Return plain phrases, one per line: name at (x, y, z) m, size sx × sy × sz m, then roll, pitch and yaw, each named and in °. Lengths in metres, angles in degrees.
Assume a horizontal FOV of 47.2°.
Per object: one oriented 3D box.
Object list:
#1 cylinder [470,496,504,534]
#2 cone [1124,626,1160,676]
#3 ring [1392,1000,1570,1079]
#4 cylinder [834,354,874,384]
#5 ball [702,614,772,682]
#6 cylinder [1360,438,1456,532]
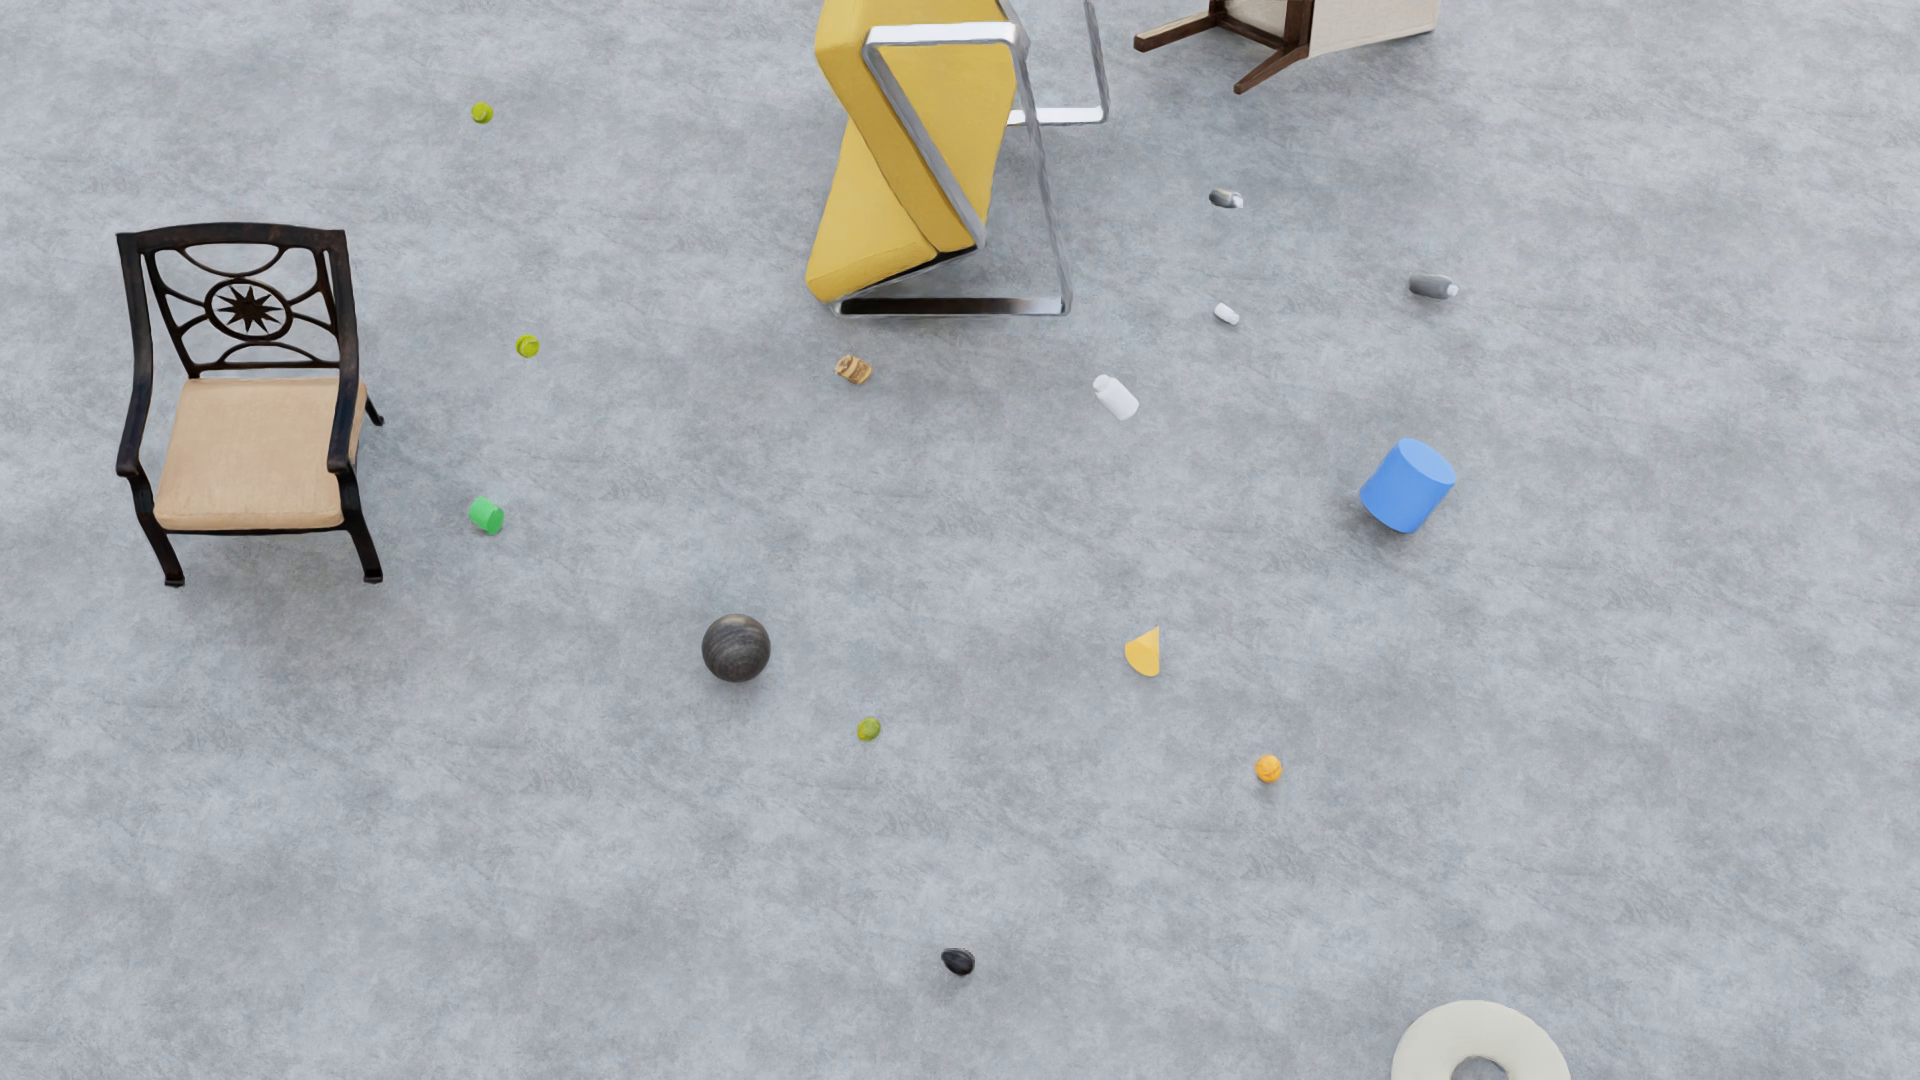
cylinder at (-1.413, -0.075, 6.567) m, size 0.073 × 0.096 × 0.070 m, roll 34°, pitch 53°, yaw 21°
cone at (0.551, 0.294, 6.342) m, size 0.128 × 0.089 × 0.169 m, roll 51°, pitch 38°, yaw -13°
ring at (1.307, 1.369, 5.514) m, size 0.451 × 0.073 × 0.417 m, roll 24°, pitch 87°, yaw 18°
cylinder at (-0.332, -0.530, 6.851) m, size 0.081 × 0.095 × 0.044 m, roll -39°, pitch 47°, yaw 26°
ball at (-0.635, 0.307, 6.249) m, size 0.197 × 0.197 × 0.197 m, roll 0°, pitch 56°, yaw 0°
cylinder at (1.326, -0.162, 6.516) m, size 0.204 × 0.201 × 0.196 m, roll 31°, pitch 32°, yaw -4°
